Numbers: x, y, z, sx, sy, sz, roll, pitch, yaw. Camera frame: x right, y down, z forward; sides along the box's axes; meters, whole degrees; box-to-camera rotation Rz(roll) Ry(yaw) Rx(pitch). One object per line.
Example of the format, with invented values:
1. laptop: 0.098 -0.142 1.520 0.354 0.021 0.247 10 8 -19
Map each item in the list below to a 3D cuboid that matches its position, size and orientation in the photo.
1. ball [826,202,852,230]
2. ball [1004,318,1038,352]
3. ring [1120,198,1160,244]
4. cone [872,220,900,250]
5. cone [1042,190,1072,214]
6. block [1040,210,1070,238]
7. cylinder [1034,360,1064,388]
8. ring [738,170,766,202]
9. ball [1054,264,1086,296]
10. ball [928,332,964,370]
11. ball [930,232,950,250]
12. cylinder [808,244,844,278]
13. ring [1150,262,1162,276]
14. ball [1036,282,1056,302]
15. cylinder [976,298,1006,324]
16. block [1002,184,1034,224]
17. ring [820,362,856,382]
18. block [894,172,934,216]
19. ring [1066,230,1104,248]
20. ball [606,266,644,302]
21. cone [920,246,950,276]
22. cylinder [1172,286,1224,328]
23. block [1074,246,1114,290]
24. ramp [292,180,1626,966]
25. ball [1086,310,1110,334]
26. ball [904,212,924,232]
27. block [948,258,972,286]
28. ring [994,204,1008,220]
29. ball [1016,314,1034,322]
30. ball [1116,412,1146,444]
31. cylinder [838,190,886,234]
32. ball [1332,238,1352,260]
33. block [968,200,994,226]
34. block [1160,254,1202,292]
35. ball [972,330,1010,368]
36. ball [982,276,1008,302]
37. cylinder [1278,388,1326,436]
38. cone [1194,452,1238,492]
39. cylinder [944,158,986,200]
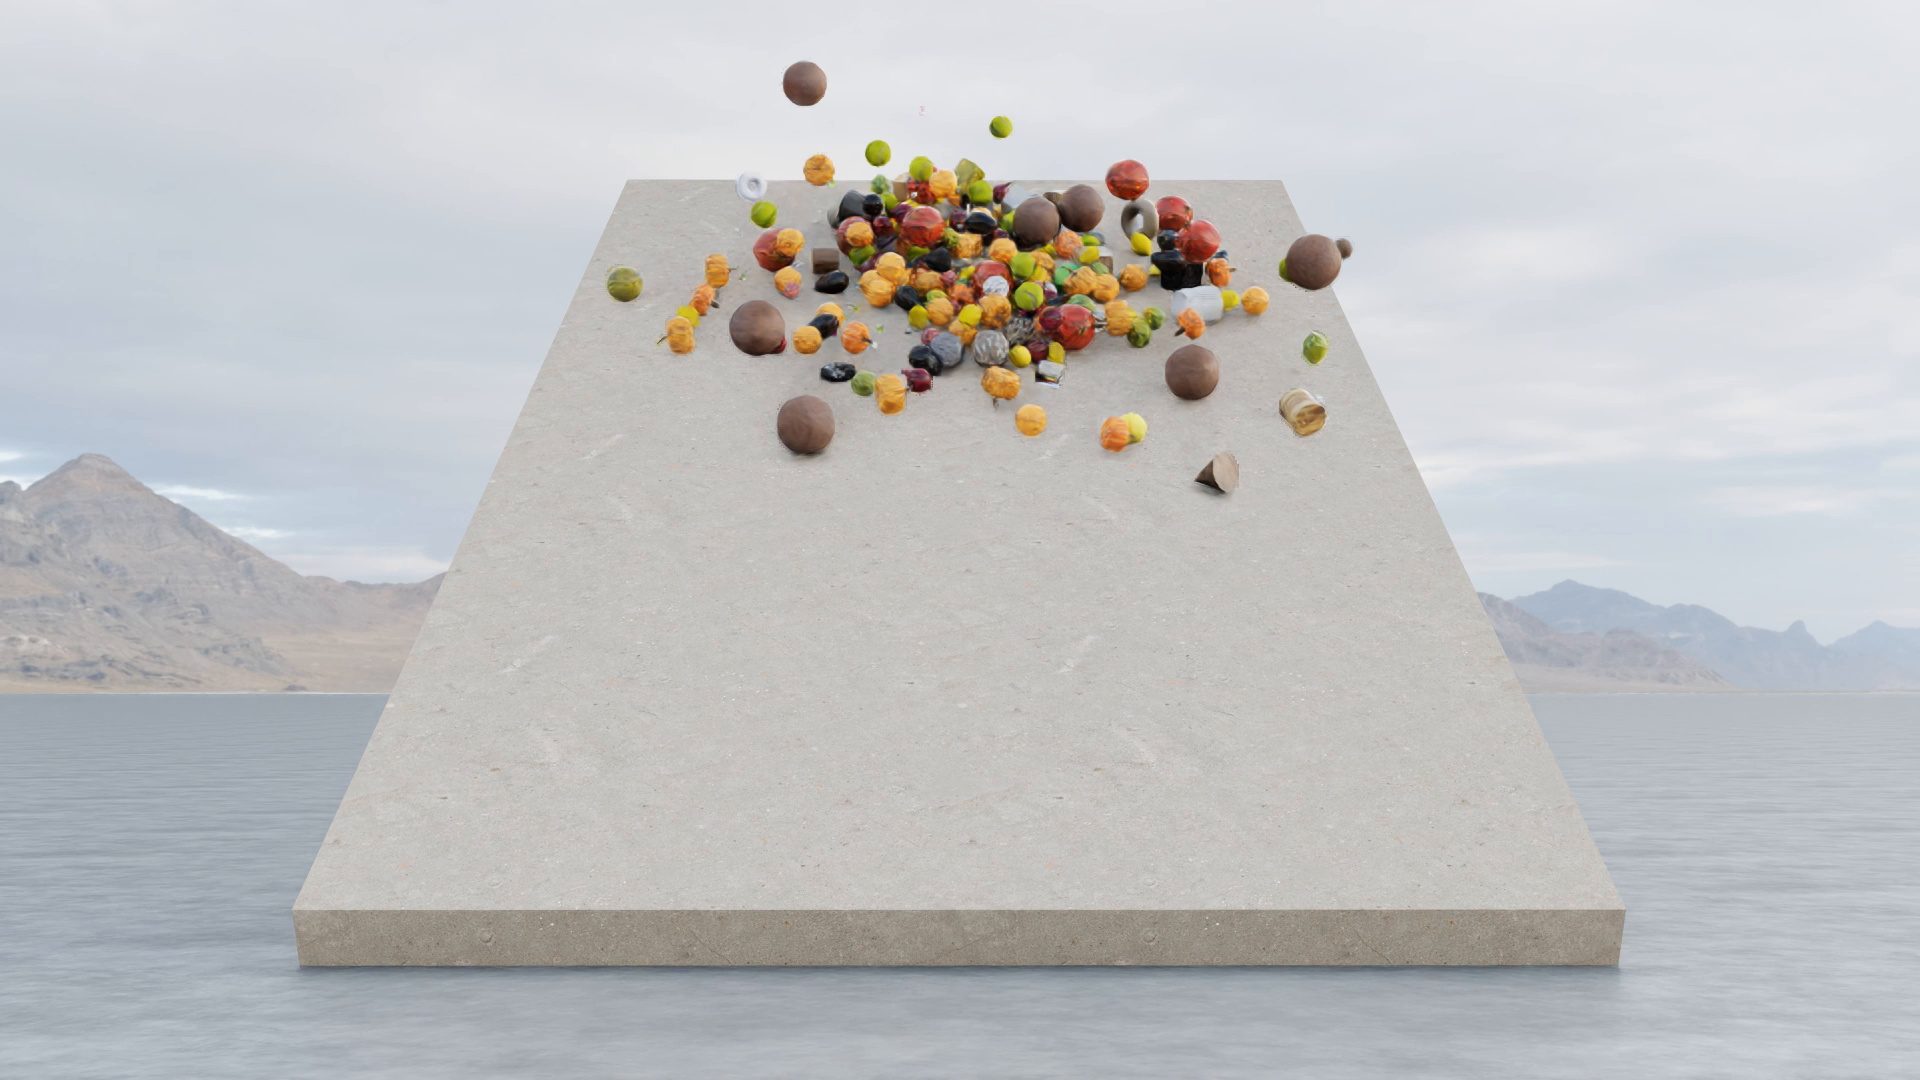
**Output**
1. ball: -0.337 -0.921 6.637 0.082 0.082 0.082 0 -4 0
2. ball: 0.147 -0.501 5.692 0.084 0.084 0.084 0 -4 0
3. ring: 0.500 -0.887 6.480 0.043 0.129 0.129 -16 8 -41
4. cone: -0.218 -0.855 6.455 0.077 0.077 0.077 -38 1 1
5. cone: 0.300 -0.991 6.754 0.092 0.092 0.092 -3 33 42
6. block: 0.265 -0.878 6.472 0.057 0.057 0.057 21 21 17
7. cylinder: 0.208 -0.385 5.412 0.056 0.056 0.056 14 -2 7
8. ring: -0.606 -1.031 6.798 0.089 0.089 0.030 1 6 -21
9. ball: 0.288 -0.681 6.109 0.086 0.086 0.086 0 -4 0
10. ball: -0.033 -0.455 5.608 0.087 0.087 0.087 0 -4 0
11. ball: -0.053 -0.804 6.275 0.052 0.052 0.052 0 -4 0
12. cylinder: -0.359 -0.747 6.247 0.073 0.073 0.073 -16 1 -14
13. ring: 0.552 -0.726 6.247 0.091 0.030 0.091 -9 0 0
14. ball: 0.226 -0.646 6.074 0.052 0.052 0.052 0 -4 0
15. cylinder: 0.079 -0.582 5.927 0.055 0.055 0.055 15 4 29
16. block: 0.164 -0.958 6.653 0.066 0.066 0.066 31 -21 12
17. ring: -0.290 -0.400 5.557 0.086 0.029 0.086 0 25 0
18. block: -0.134 -1.008 6.809 0.099 0.099 0.099 5 25 10
19. ring: 0.351 -0.834 6.507 0.107 0.036 0.107 0 24 0
20. ball: -0.870 -0.665 6.059 0.094 0.094 0.094 0 -4 0
21. cone: -0.077 -0.728 6.072 0.076 0.076 0.076 -3 -1 44
22. cylinder: 0.599 -0.590 5.894 0.097 0.097 0.097 -10 0 -21
23. block: 0.353 -0.722 6.193 0.090 0.090 0.090 -3 24 -7
24. ramp: -0.008 -0.229 5.338 2.000 0.100 4.000 0 24 0
25. ball: 0.346 -0.549 5.850 0.060 0.060 0.060 0 -4 0
26. ball: -0.133 -0.902 6.629 0.055 0.055 0.055 0 -4 0
27. block: 0.000 -0.715 6.220 0.054 0.054 0.054 -3 25 -7
28. ring: 0.127 -0.951 6.758 0.088 0.029 0.088 -7 20 3
29. ball: 0.158 -0.536 5.828 0.054 0.054 0.054 0 -4 0
30. ball: 0.381 -0.249 5.182 0.067 0.067 0.067 0 -4 0
31. cylinder: -0.272 -0.913 6.500 0.096 0.096 0.096 25 7 22
32. ball: 1.052 -0.801 6.422 0.058 0.058 0.058 0 -4 0
33. block: 0.058 -0.930 6.626 0.061 0.061 0.061 1 -4 -15
34. block: 0.586 -0.703 6.171 0.076 0.076 0.076 -21 32 -38
35. ball: 0.074 -0.457 5.609 0.092 0.092 0.092 0 -4 0
36. ball: 0.090 -0.634 5.895 0.066 0.066 0.066 0 -4 0
37. cylinder: 0.760 -0.285 5.181 0.079 0.079 0.079 2 31 -24
38. cone: 0.530 -0.136 4.963 0.086 0.086 0.086 -14 -13 42
39. cylinder: 0.015 -1.041 6.720 0.085 0.085 0.085 35 -5 3
